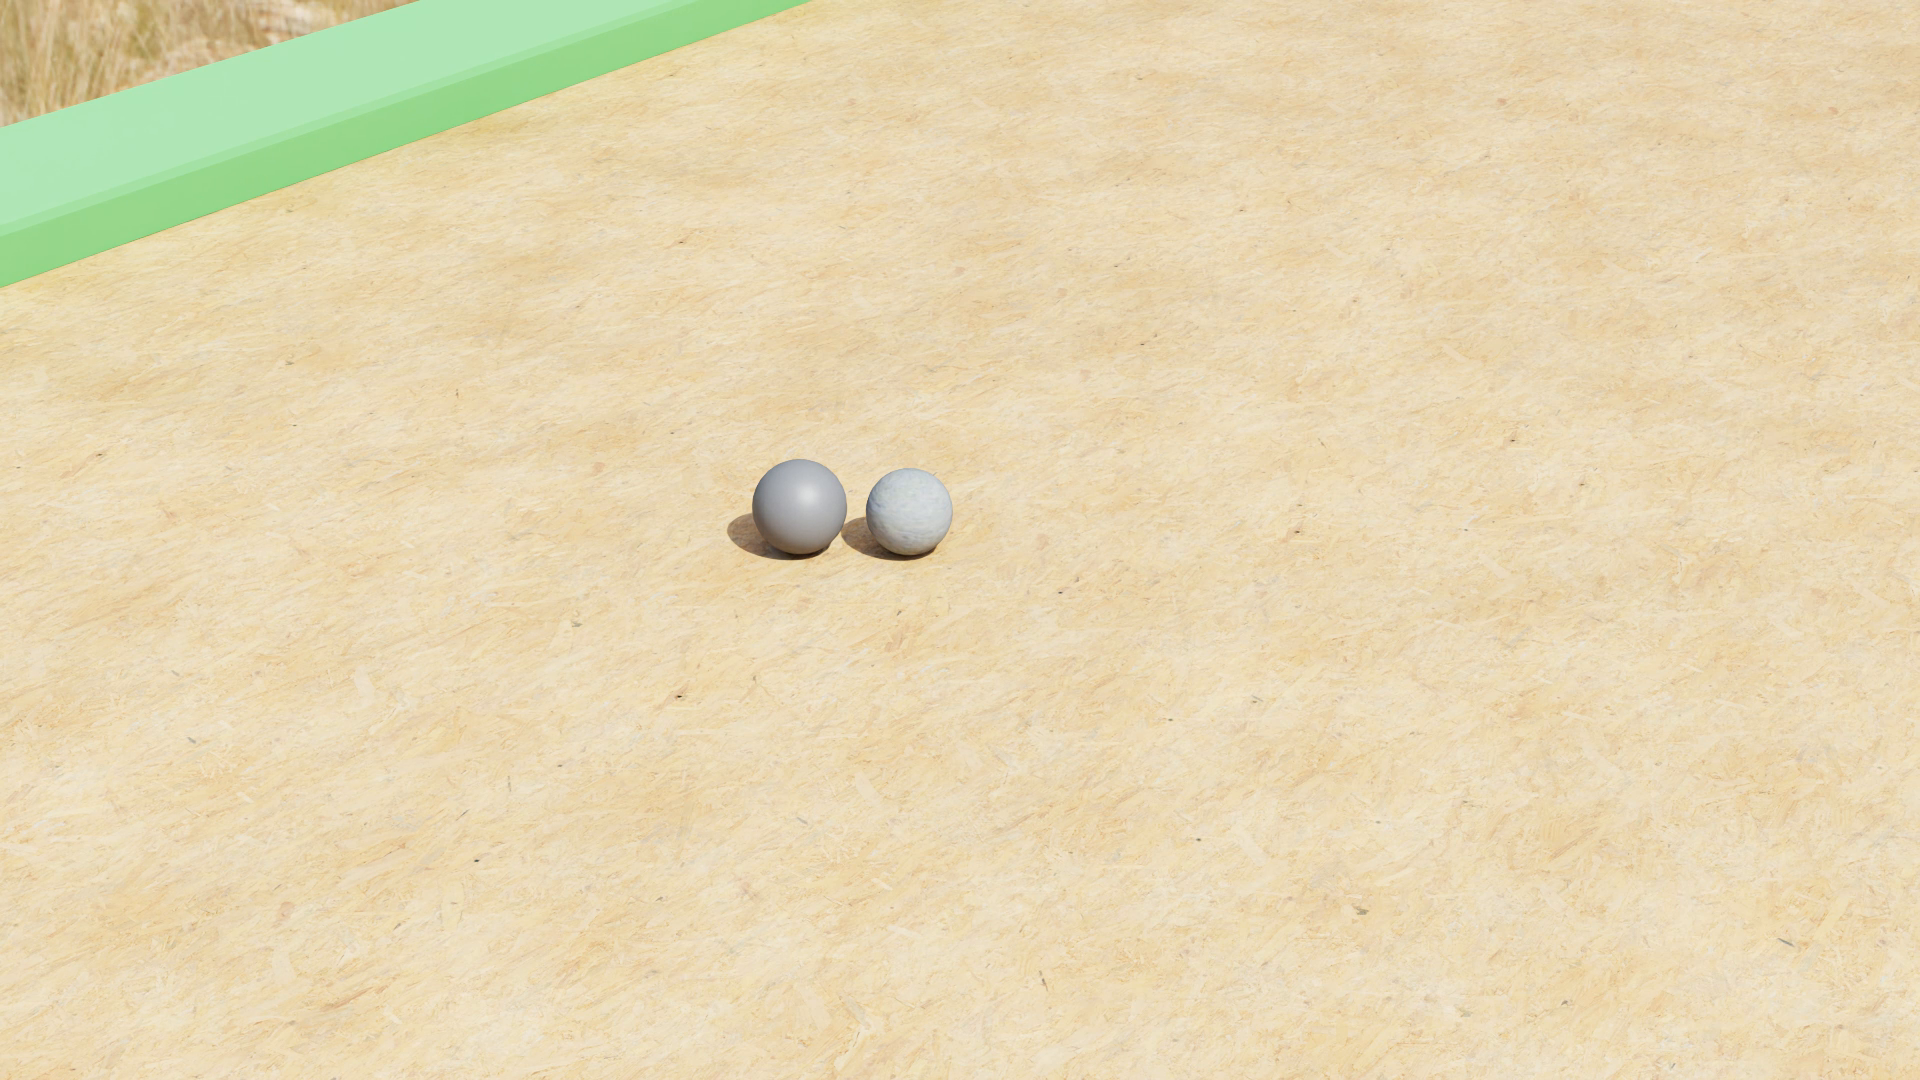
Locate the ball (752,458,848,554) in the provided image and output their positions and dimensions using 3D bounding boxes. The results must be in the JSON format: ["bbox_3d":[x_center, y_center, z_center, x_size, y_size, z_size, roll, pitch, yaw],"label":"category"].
[{"bbox_3d":[-0.102,-0.021,1.875,0.061,0.061,0.061,0,25,0],"label":"ball"}]

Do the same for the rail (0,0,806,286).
[{"bbox_3d":[-0.233,-0.566,2.958,0.045,0.124,3.639,16,30,31],"label":"rail"}]

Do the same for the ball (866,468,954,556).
[{"bbox_3d":[-0.032,-0.018,1.874,0.056,0.056,0.056,0,25,0],"label":"ball"}]
